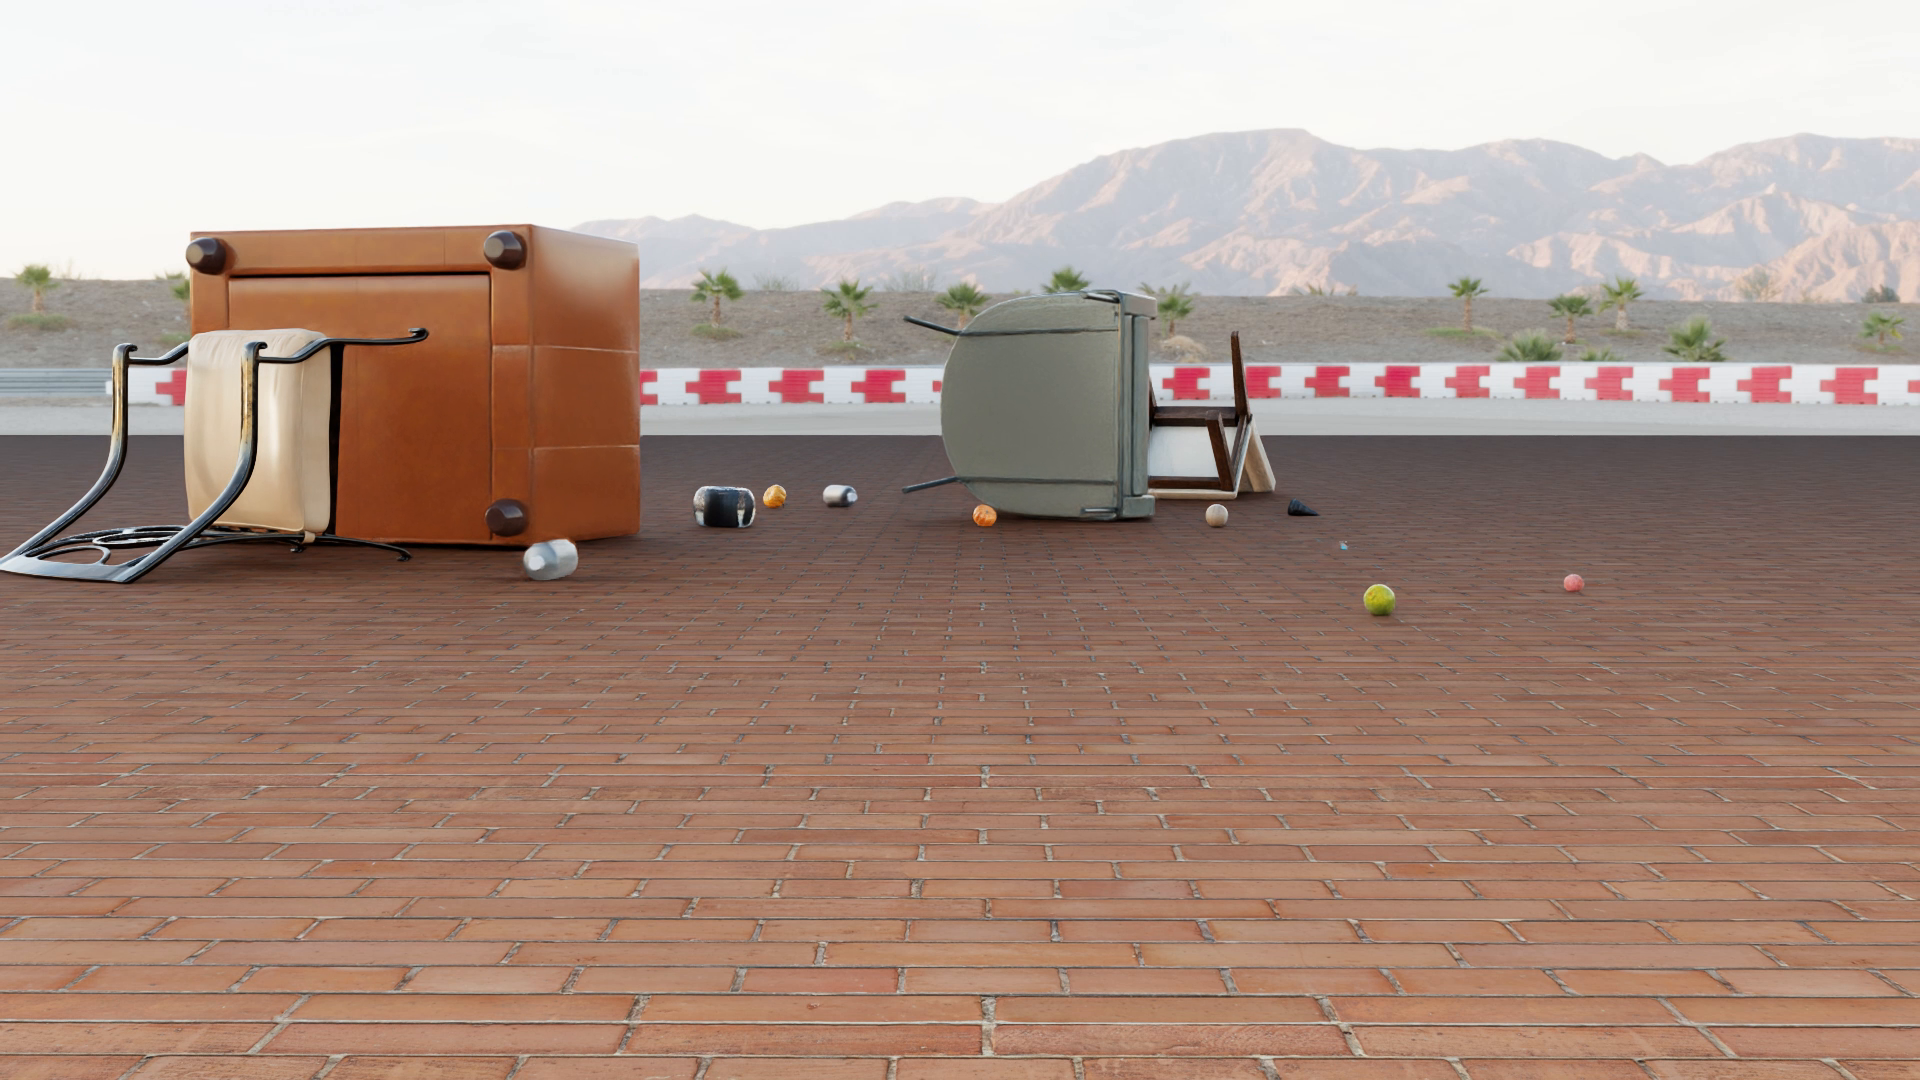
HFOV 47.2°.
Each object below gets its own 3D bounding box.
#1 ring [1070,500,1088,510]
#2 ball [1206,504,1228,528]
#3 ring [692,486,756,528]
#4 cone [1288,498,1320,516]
[{"bbox_3d":[0.446,-0.130,8.225,0.061,0.031,0.093,3,4,24],"label":"ring"},{"bbox_3d":[0.836,-0.079,7.155,0.074,0.074,0.074,0,4,0],"label":"ball"},{"bbox_3d":[-0.774,-0.108,7.212,0.186,0.127,0.244,-1,5,-40],"label":"ring"},{"bbox_3d":[1.233,-0.102,7.825,0.108,0.061,0.107,18,9,21],"label":"cone"}]
